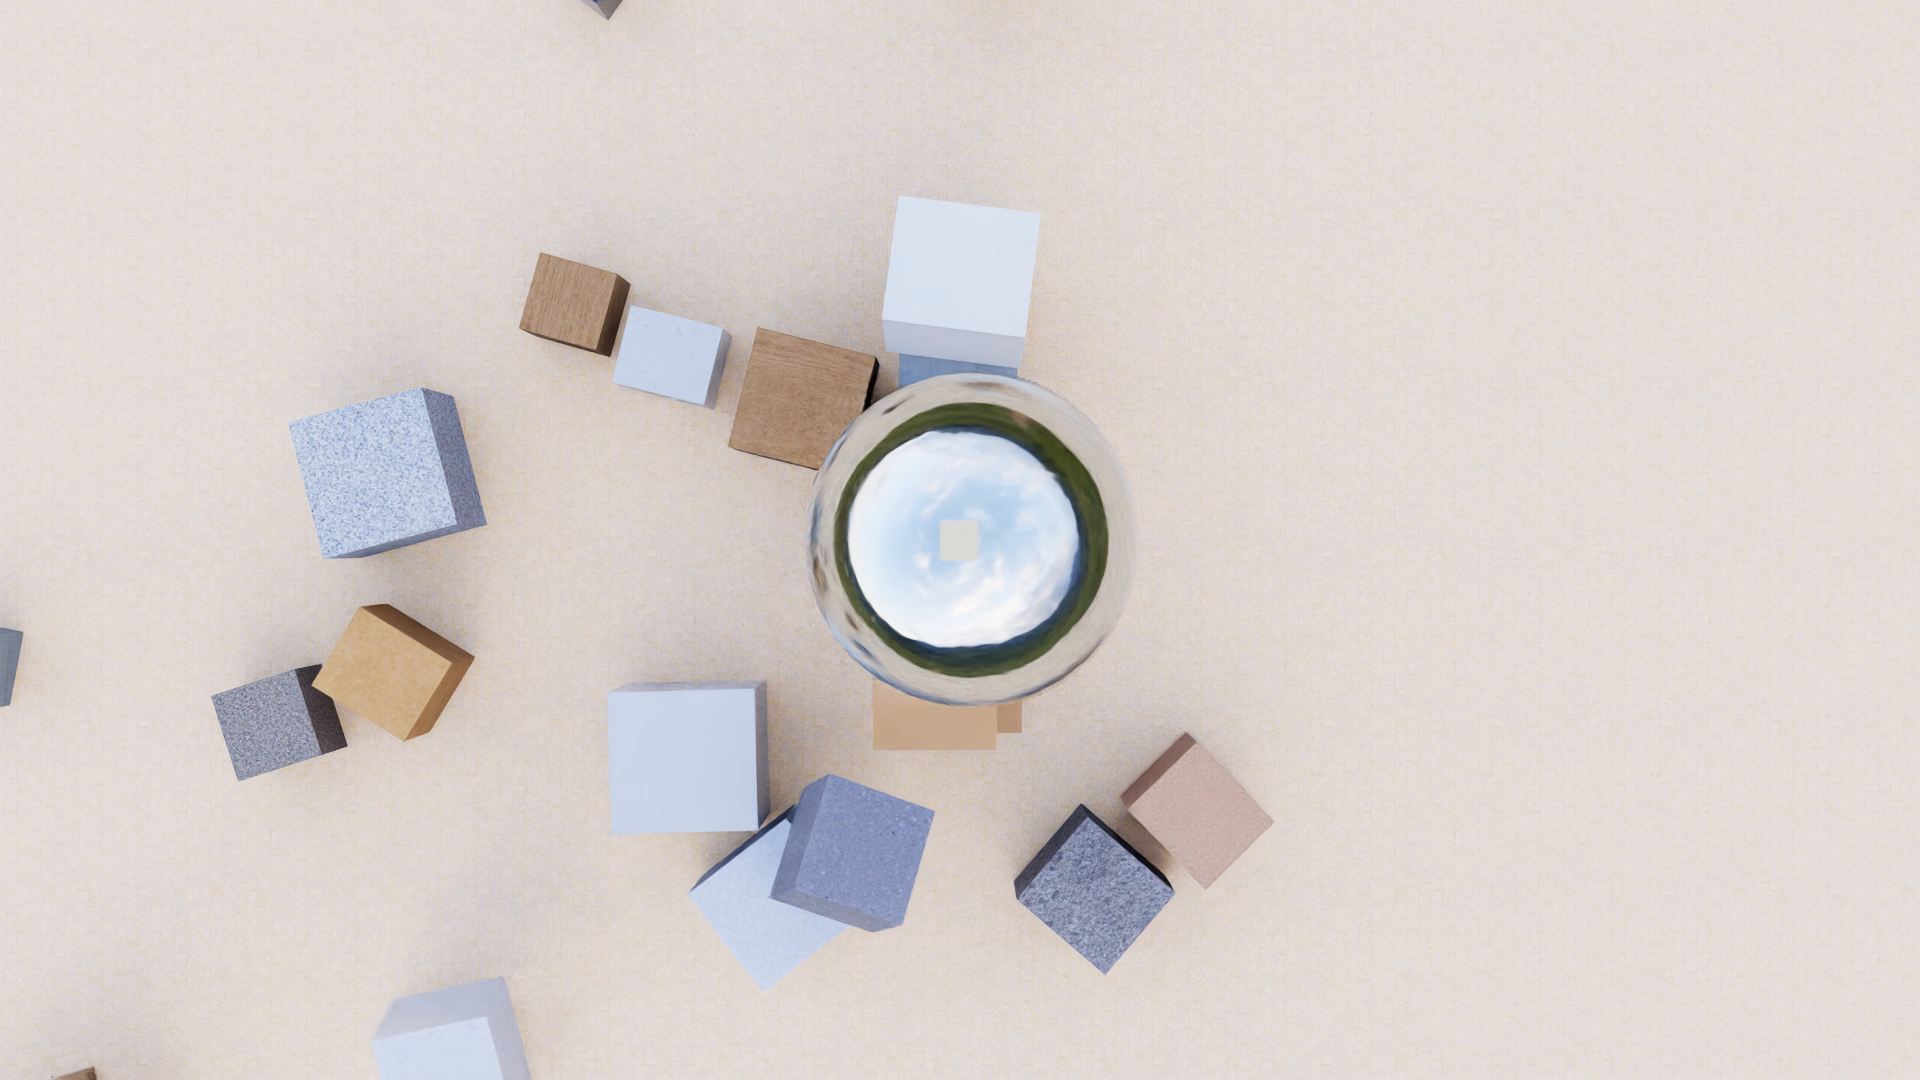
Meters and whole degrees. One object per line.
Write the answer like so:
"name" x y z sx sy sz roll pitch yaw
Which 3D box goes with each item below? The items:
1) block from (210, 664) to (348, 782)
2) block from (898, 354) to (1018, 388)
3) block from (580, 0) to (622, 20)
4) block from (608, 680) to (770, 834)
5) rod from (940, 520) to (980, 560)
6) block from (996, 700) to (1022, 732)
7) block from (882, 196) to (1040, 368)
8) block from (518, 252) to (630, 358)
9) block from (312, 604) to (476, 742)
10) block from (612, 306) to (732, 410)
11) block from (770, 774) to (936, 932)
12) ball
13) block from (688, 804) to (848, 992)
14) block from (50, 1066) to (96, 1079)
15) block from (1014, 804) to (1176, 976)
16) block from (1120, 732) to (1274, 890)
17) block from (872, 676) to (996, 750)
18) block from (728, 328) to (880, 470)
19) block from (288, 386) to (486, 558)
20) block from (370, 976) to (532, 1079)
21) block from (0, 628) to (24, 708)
"block" -3.934 1.052 12.735 0.499 0.530 0.513 -18 90 0
"block" -0.012 -0.770 12.646 0.662 0.707 0.651 0 90 0
"block" -2.106 -3.325 12.790 0.342 0.421 0.386 36 90 0
"block" -1.542 1.231 12.611 0.817 0.778 0.788 -1 90 0
"rod" 0.022 0.000 7.090 0.080 5.200 0.080 0 90 0
"block" -0.003 0.736 12.692 0.701 0.615 0.700 0 90 0
"block" 0.007 -1.389 11.946 0.757 0.764 0.676 7 82 1
"block" -2.226 -1.358 12.742 0.456 0.516 0.451 16 90 0
"block" -3.260 0.756 12.697 0.610 0.606 0.521 31 90 0
"block" -1.661 -1.051 12.741 0.537 0.518 0.449 14 90 0
"block" -0.595 1.725 12.049 0.623 0.581 0.645 21 71 -12
"ball" 0.051 0.000 10.490 1.600 1.600 1.600 0 90 0
"block" -1.036 2.041 12.642 0.699 0.716 0.693 -38 90 0
"block" -5.269 3.500 12.612 0.682 0.604 0.679 -14 90 -17
"block" 0.765 2.000 12.677 0.656 0.647 0.612 41 90 0
"block" 1.357 1.549 12.676 0.548 0.647 0.629 -44 90 0
"block" -0.133 0.691 11.980 0.661 0.639 0.720 0 105 0
"block" -0.891 -0.781 12.696 0.687 0.609 0.696 14 90 0
"block" -3.266 -0.372 12.610 0.767 0.781 0.787 -15 90 0
"block" -2.913 2.999 12.645 0.664 0.582 0.679 -12 102 0
"block" -5.817 0.715 12.732 0.492 0.536 0.443 11 90 0
